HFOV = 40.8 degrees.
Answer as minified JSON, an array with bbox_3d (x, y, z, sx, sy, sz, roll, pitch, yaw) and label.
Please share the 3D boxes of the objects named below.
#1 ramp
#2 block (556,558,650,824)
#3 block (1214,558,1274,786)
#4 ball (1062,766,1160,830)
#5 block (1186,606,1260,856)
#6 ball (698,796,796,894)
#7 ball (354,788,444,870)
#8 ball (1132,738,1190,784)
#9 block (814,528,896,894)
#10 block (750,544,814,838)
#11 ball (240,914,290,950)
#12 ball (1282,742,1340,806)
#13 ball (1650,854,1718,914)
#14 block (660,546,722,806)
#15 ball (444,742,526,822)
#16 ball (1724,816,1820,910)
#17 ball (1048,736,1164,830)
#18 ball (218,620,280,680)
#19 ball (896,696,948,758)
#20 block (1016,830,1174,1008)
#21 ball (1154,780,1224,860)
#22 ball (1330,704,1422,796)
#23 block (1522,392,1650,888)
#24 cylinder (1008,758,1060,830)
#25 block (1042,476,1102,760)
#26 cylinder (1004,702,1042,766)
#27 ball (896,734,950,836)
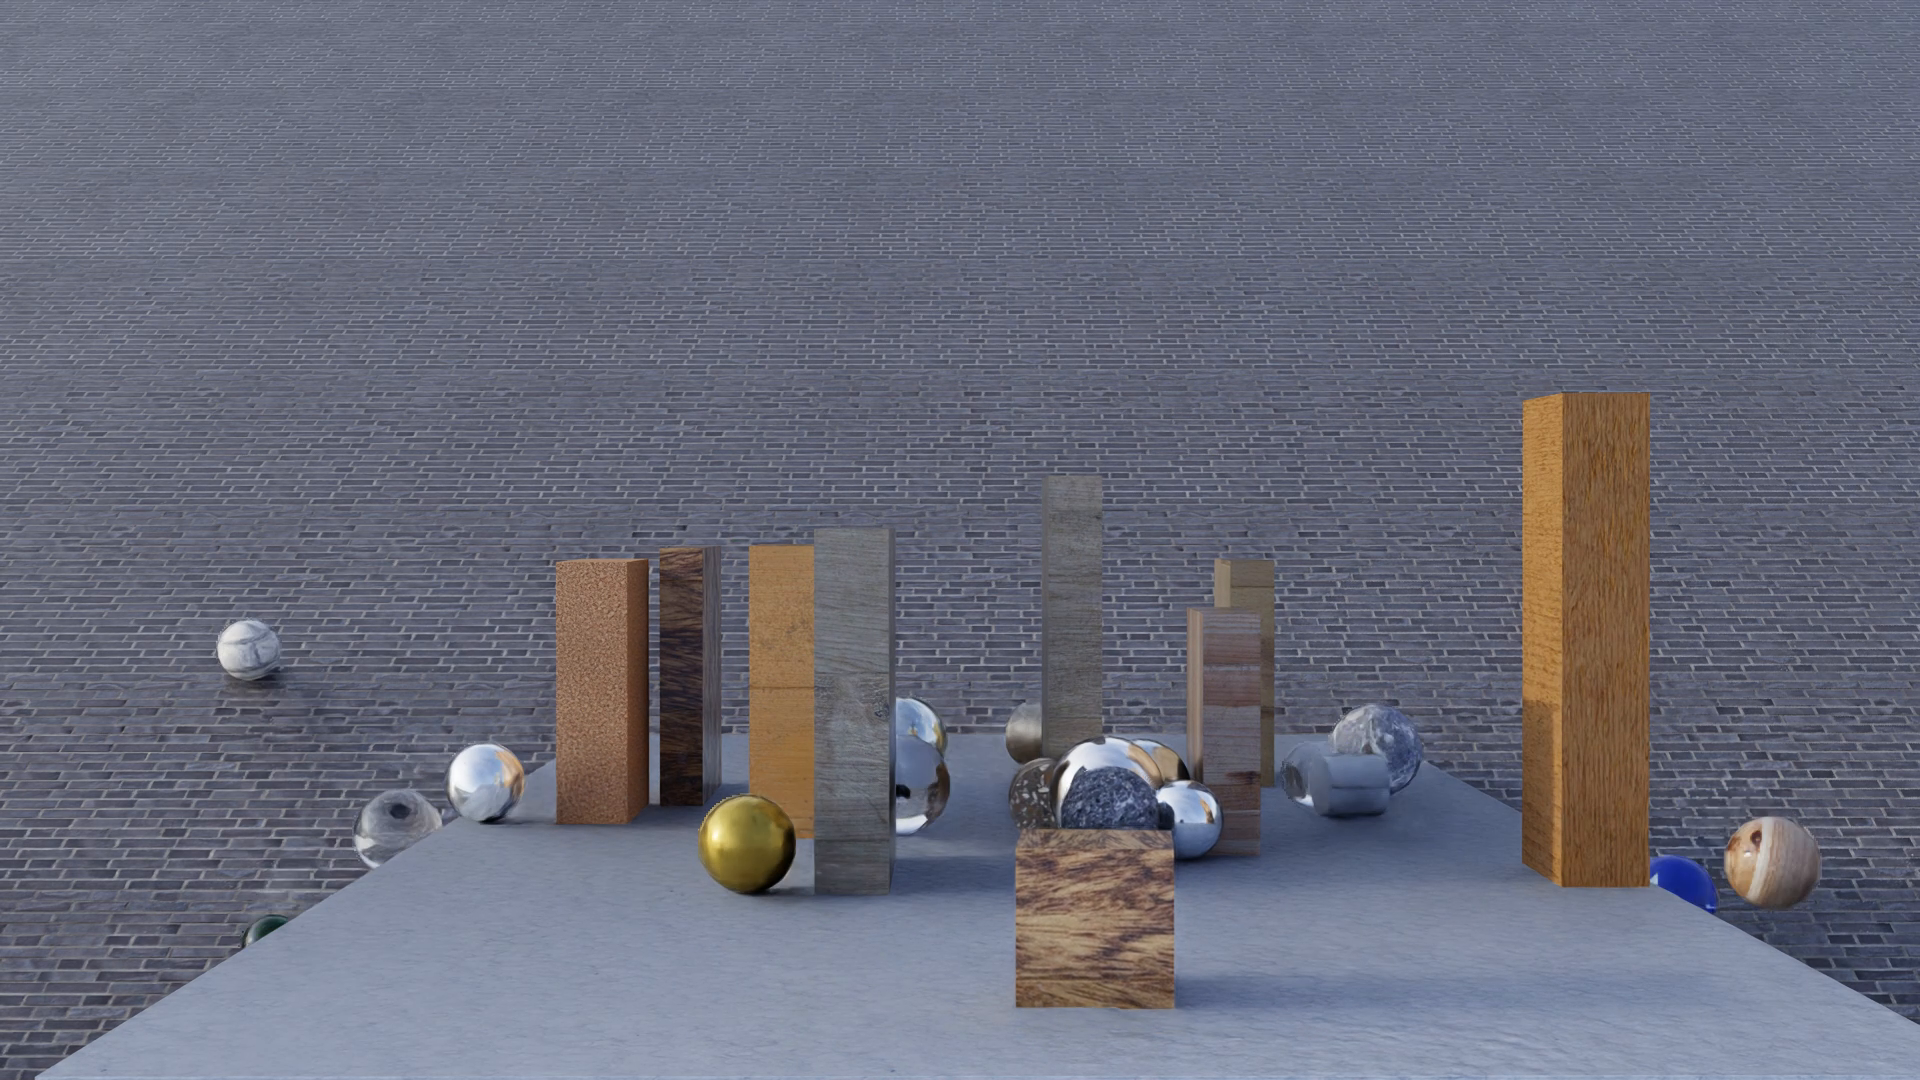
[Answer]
[{"bbox_3d":[0.063,0.570,4.611,2.000,0.100,4.000,0,1,0],"label":"ramp"},{"bbox_3d":[-0.673,0.278,4.888,0.130,0.479,0.332,0,1,0],"label":"block"},{"bbox_3d":[0.605,0.276,5.517,0.091,0.468,0.331,0,1,0],"label":"block"},{"bbox_3d":[0.243,0.445,4.162,0.160,0.160,0.160,0,28,0],"label":"ball"},{"bbox_3d":[0.451,0.321,4.445,0.095,0.401,0.312,0,1,0],"label":"block"},{"bbox_3d":[-0.317,0.455,3.867,0.146,0.146,0.146,0,28,0],"label":"ball"},{"bbox_3d":[-1.134,0.592,5.219,0.178,0.178,0.178,0,28,0],"label":"ball"},{"bbox_3d":[0.317,0.434,4.513,0.174,0.174,0.174,0,28,0],"label":"ball"},{"bbox_3d":[-0.161,0.254,4.045,0.112,0.545,0.396,0,1,0],"label":"block"},{"bbox_3d":[-0.306,0.264,4.665,0.124,0.511,0.306,0,1,0],"label":"block"},{"bbox_3d":[-1.417,0.838,5.330,0.130,0.130,0.130,0,28,0],"label":"ball"},{"bbox_3d":[0.686,0.453,4.995,0.125,0.125,0.125,0,28,0],"label":"ball"},{"bbox_3d":[1.647,0.827,5.974,0.199,0.199,0.199,0,28,0],"label":"ball"},{"bbox_3d":[-0.540,0.264,5.205,0.083,0.500,0.398,0,1,0],"label":"block"},{"bbox_3d":[-0.873,0.445,4.750,0.147,0.147,0.147,0,28,0],"label":"ball"},{"bbox_3d":[1.238,0.493,3.940,0.141,0.141,0.141,0,28,0],"label":"ball"},{"bbox_3d":[0.246,0.426,4.341,0.195,0.195,0.195,0,28,0],"label":"ball"},{"bbox_3d":[-1.926,0.298,6.999,0.164,0.164,0.164,0,28,0],"label":"ball"},{"bbox_3d":[-0.121,0.417,5.321,0.191,0.191,0.191,0,28,0],"label":"ball"},{"bbox_3d":[0.161,0.446,3.063,0.182,0.182,0.182,0,1,3],"label":"block"},{"bbox_3d":[0.367,0.458,4.237,0.131,0.131,0.131,0,28,0],"label":"ball"},{"bbox_3d":[0.829,0.421,5.160,0.185,0.185,0.185,0,28,0],"label":"ball"},{"bbox_3d":[0.980,0.150,4.058,0.133,0.750,0.275,0,1,0],"label":"block"},{"bbox_3d":[0.154,0.453,4.503,0.137,0.137,0.137,0,1,1],"label":"cylinder"},{"bbox_3d":[0.204,0.201,4.755,0.095,0.634,0.373,0,1,0],"label":"block"},{"bbox_3d":[0.201,0.435,5.741,0.144,0.144,0.144,-26,18,-40],"label":"cylinder"},{"bbox_3d":[-0.105,0.432,4.565,0.177,0.177,0.177,0,28,0],"label":"ball"}]
